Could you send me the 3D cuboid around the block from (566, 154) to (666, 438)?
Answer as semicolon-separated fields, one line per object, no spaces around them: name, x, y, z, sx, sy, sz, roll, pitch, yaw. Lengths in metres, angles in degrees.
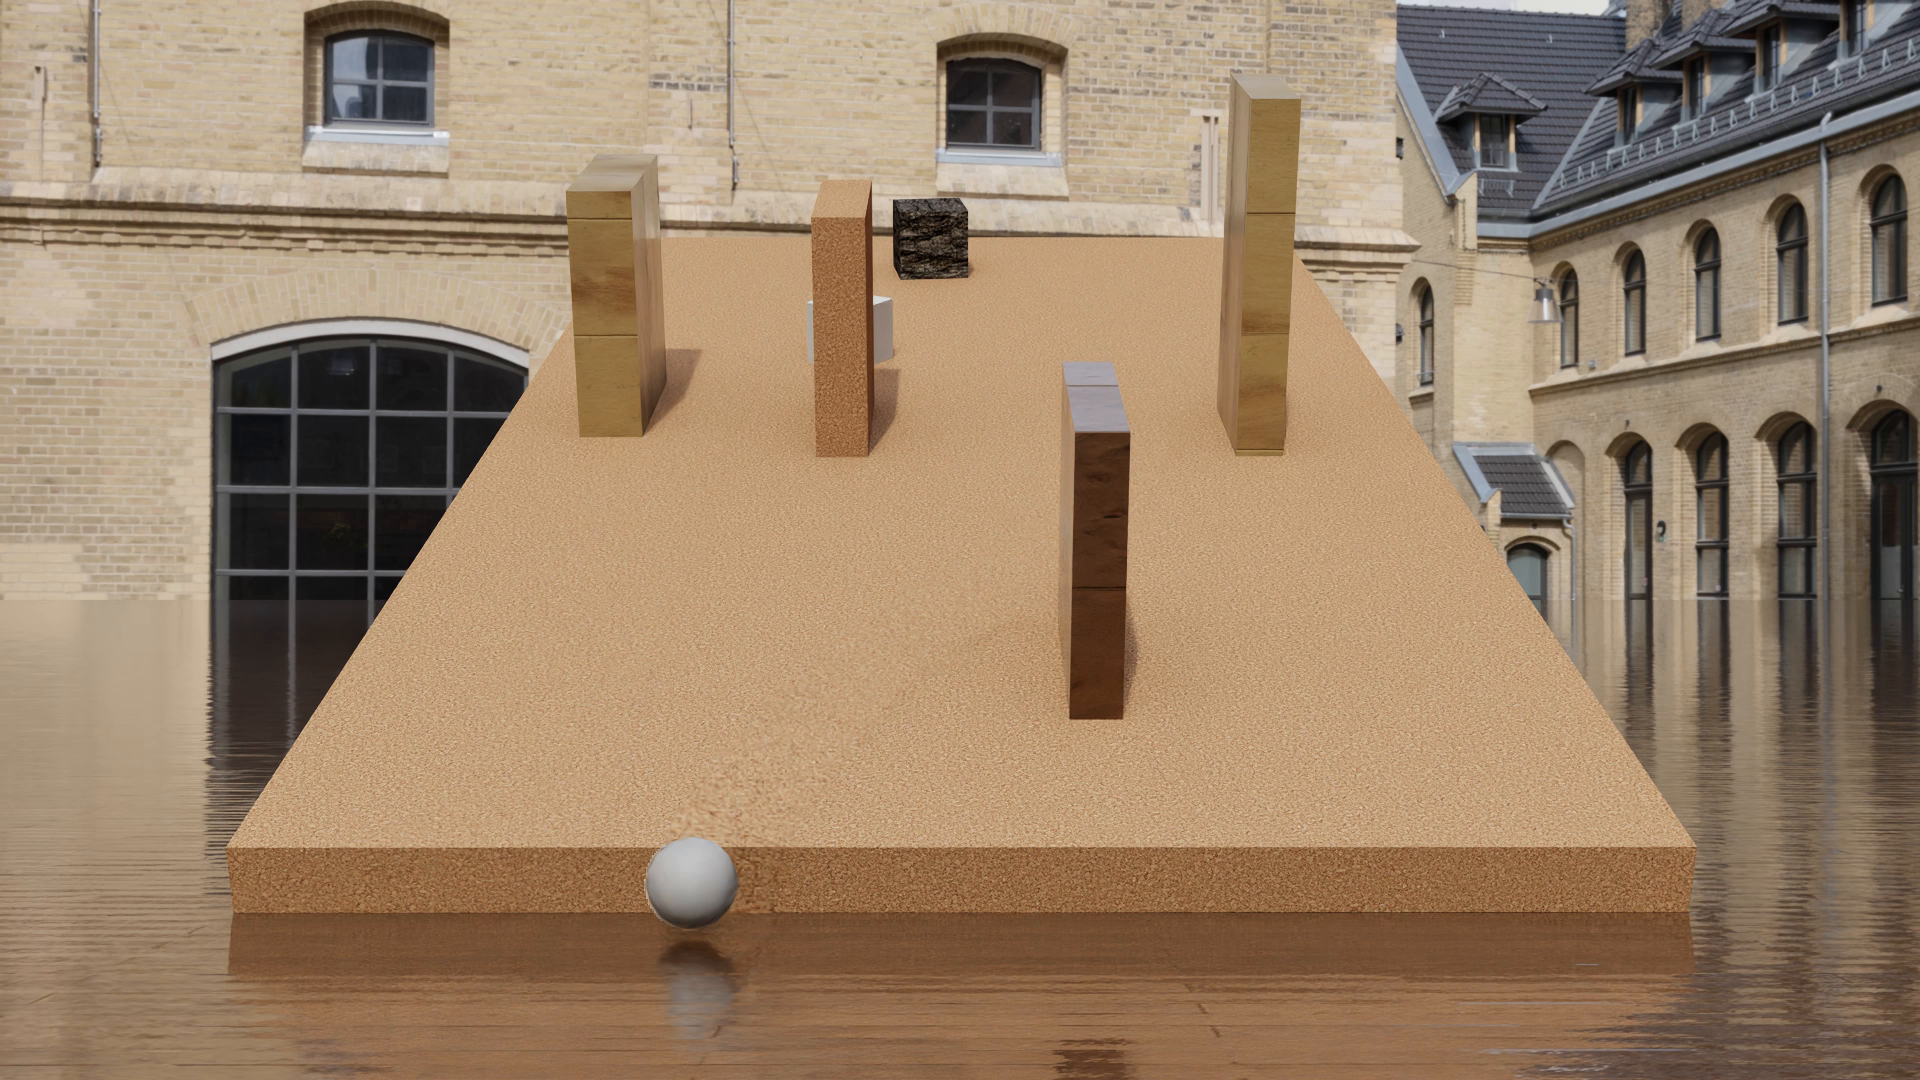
block;-0.754;-0.548;4.995;0.136;0.534;0.444;0;19;0

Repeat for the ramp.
ramp;-0.005;-0.202;4.973;2.000;0.100;4.000;0;19;0

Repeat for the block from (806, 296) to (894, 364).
block;-0.266;-0.506;5.458;0.148;0.148;0.148;12;23;31

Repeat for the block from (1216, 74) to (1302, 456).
block;0.630;-0.588;4.798;0.099;0.746;0.363;0;19;0

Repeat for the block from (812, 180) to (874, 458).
block;-0.248;-0.483;4.852;0.109;0.509;0.417;0;19;0

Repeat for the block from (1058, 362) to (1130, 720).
block;0.209;-0.008;3.585;0.082;0.460;0.402;0;19;0

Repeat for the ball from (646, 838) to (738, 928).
ball;-0.344;0.441;2.905;0.117;0.117;0.117;0;-1;0

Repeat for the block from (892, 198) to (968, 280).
block;-0.084;-0.850;6.369;0.190;0.190;0.190;-2;20;-7
